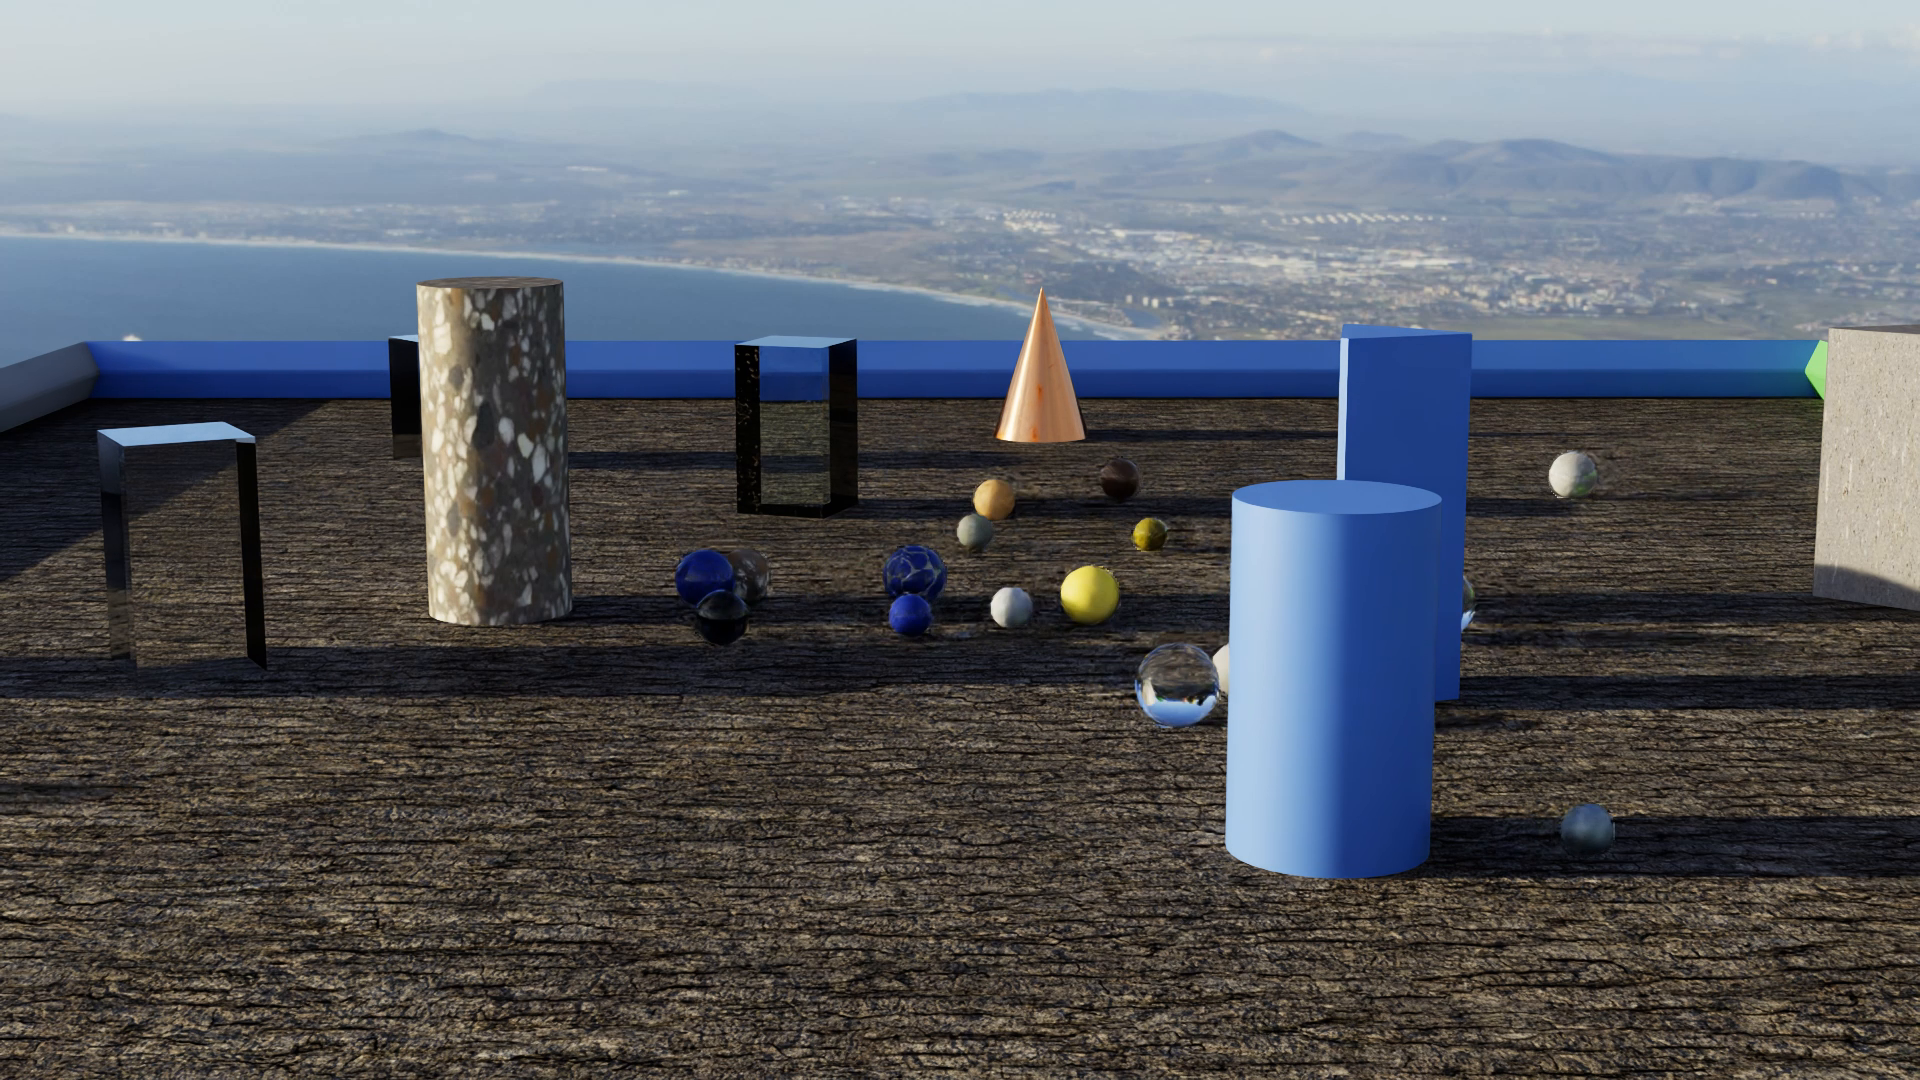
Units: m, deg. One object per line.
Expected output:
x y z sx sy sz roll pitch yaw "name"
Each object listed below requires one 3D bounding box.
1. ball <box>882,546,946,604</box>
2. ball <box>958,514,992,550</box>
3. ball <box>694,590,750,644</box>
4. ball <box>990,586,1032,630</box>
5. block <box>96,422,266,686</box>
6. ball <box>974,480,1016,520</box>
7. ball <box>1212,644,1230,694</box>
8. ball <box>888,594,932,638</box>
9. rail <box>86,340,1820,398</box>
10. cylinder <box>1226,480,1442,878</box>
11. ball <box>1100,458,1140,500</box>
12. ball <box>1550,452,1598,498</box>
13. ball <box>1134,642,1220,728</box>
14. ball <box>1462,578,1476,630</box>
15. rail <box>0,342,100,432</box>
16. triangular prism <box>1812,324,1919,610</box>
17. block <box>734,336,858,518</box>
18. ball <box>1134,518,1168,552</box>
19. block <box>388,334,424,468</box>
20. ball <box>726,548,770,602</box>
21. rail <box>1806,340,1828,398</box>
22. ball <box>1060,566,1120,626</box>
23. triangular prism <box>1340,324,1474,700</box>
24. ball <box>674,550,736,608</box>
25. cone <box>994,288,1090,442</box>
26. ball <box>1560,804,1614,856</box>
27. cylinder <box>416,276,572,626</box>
-0.062 0.049 3.465 0.085 0.085 0.085 0 11 0 "ball"
0.023 -0.012 3.881 0.054 0.054 0.054 0 11 0 "ball"
-0.302 0.098 3.248 0.070 0.070 0.070 0 11 0 "ball"
0.067 0.088 3.338 0.055 0.055 0.055 0 11 0 "ball"
-0.943 0.013 3.109 0.152 0.287 0.152 -6 12 -29 "block"
0.055 -0.064 4.125 0.067 0.067 0.067 0 11 0 "ball"
0.323 0.150 2.984 0.064 0.064 0.064 0 11 0 "ball"
-0.064 0.097 3.290 0.056 0.056 0.056 0 11 0 "ball"
-0.013 -0.372 5.617 3.811 0.124 0.045 0 11 0 "rail"
0.345 0.124 2.382 0.190 0.335 0.190 0 11 0 "cylinder"
0.270 -0.103 4.329 0.069 0.069 0.069 0 11 0 "ball"
1.036 -0.109 4.336 0.079 0.079 0.079 0 11 0 "ball"
0.241 0.160 2.844 0.094 0.094 0.094 0 11 0 "ball"
0.609 0.080 3.273 0.095 0.095 0.095 0 11 0 "ball"
-1.882 0.034 3.439 0.045 0.124 4.457 0 11 0 "rail"
1.289 -0.105 3.517 0.165 0.371 0.143 9 14 41 "triangular prism"
-0.267 -0.188 4.217 0.152 0.277 0.152 4 11 19 "block"
0.287 -0.009 3.870 0.051 0.051 0.051 0 11 0 "ball"
-0.946 -0.260 4.733 0.152 0.229 0.152 -8 13 -38 "block"
-0.296 0.048 3.511 0.072 0.072 0.072 0 11 0 "ball"
1.882 0.030 3.460 0.045 0.124 4.457 0 11 0 "rail"
0.170 0.073 3.361 0.077 0.077 0.077 0 11 0 "ball"
0.478 -0.032 2.978 0.165 0.424 0.143 -4 11 -20 "triangular prism"
-0.343 0.053 3.448 0.081 0.081 0.081 0 11 0 "ball"
0.161 -0.352 5.046 0.190 0.296 0.190 0 11 0 "cone"
0.583 0.270 2.386 0.047 0.047 0.047 0 11 0 "ball"
-0.618 -0.122 3.416 0.190 0.441 0.190 0 11 0 "cylinder"
